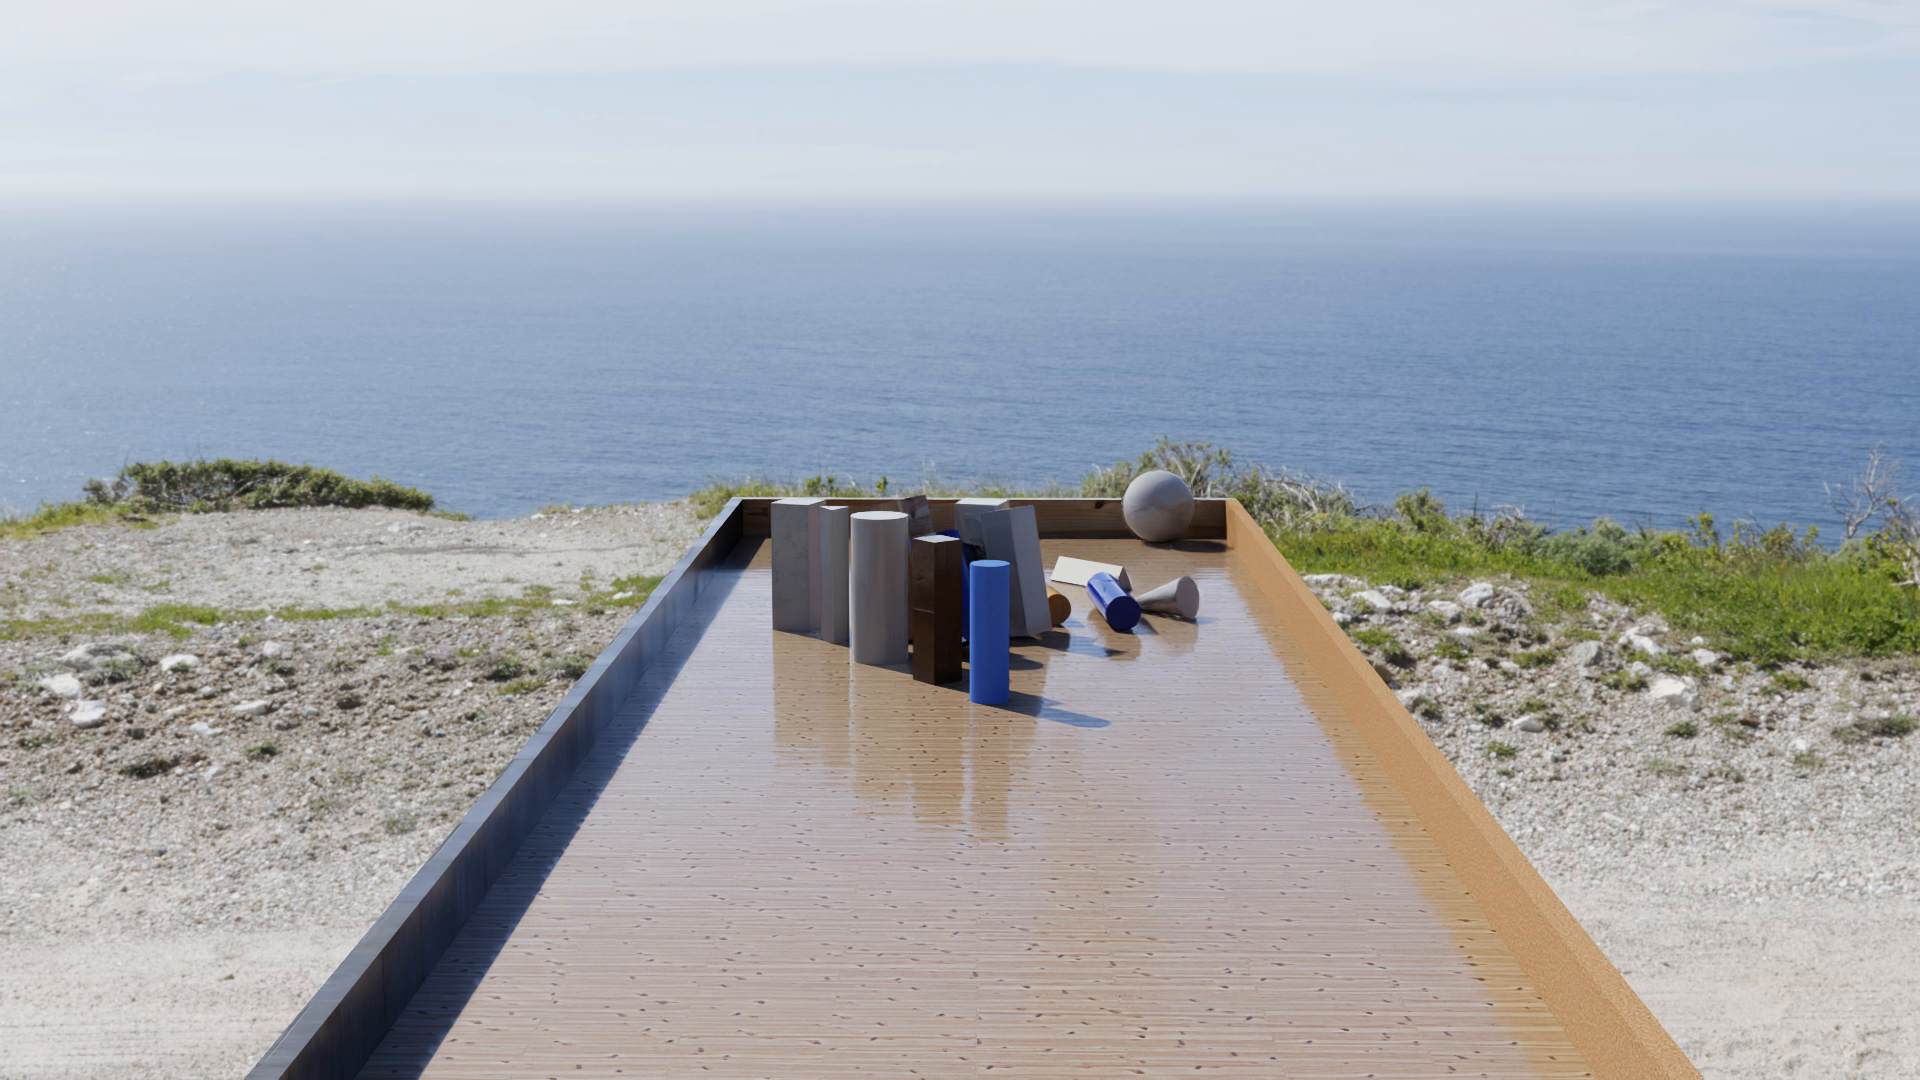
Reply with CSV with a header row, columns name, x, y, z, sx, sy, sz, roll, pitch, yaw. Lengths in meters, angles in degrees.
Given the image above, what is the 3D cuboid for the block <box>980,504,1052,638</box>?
name,x,y,z,sx,sy,sz,roll,pitch,yaw
block,0.180,0.101,7.029,0.123,0.404,0.123,-7,2,43

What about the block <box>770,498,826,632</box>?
name,x,y,z,sx,sy,sz,roll,pitch,yaw
block,-0.524,0.080,7.169,0.133,0.417,0.133,4,10,22

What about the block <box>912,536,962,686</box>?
name,x,y,z,sx,sy,sz,roll,pitch,yaw
block,-0.066,0.203,6.393,0.102,0.418,0.102,-7,11,-38

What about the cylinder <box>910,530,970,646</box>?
name,x,y,z,sx,sy,sz,roll,pitch,yaw
cylinder,-0.038,0.157,6.804,0.158,0.347,0.158,-13,-8,-2

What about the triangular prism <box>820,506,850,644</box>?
name,x,y,z,sx,sy,sz,roll,pitch,yaw
triangular prism,-0.409,0.108,6.961,0.078,0.428,0.090,6,11,32

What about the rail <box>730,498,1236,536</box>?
name,x,y,z,sx,sy,sz,roll,pitch,yaw
rail,0.099,-0.098,9.147,2.100,0.150,0.050,0,9,1

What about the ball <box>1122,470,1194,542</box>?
name,x,y,z,sx,sy,sz,roll,pitch,yaw
ball,0.807,-0.137,8.938,0.293,0.293,0.293,0,9,0

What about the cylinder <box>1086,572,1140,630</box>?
name,x,y,z,sx,sy,sz,roll,pitch,yaw
cylinder,0.512,0.202,7.367,0.115,0.115,0.455,-1,9,-5

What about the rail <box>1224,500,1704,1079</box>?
name,x,y,z,sx,sy,sz,roll,pitch,yaw
rail,1.046,0.843,3.208,0.050,0.150,12.000,0,9,1

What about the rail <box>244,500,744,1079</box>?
name,x,y,z,sx,sy,sz,roll,pitch,yaw
rail,-1.004,0.839,3.234,0.050,0.150,12.000,0,9,1

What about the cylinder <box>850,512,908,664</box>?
name,x,y,z,sx,sy,sz,roll,pitch,yaw
cylinder,-0.244,0.144,6.682,0.174,0.443,0.174,0,9,0

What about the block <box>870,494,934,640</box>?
name,x,y,z,sx,sy,sz,roll,pitch,yaw
block,-0.151,0.089,6.983,0.130,0.439,0.130,-12,1,34

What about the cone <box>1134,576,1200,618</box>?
name,x,y,z,sx,sy,sz,roll,pitch,yaw
cone,0.647,0.211,7.458,0.305,0.141,0.141,-10,1,40

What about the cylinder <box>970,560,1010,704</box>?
name,x,y,z,sx,sy,sz,roll,pitch,yaw
cylinder,0.083,0.257,6.145,0.111,0.389,0.111,0,9,0

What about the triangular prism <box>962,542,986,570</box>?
name,x,y,z,sx,sy,sz,roll,pitch,yaw
triangular prism,0.001,0.158,6.995,0.080,0.339,0.093,31,-39,-19

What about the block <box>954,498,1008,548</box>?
name,x,y,z,sx,sy,sz,roll,pitch,yaw
block,0.070,0.076,7.215,0.146,0.410,0.146,3,9,14

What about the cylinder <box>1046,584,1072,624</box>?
name,x,y,z,sx,sy,sz,roll,pitch,yaw
cylinder,0.286,0.204,7.395,0.101,0.101,0.311,-2,9,-12
